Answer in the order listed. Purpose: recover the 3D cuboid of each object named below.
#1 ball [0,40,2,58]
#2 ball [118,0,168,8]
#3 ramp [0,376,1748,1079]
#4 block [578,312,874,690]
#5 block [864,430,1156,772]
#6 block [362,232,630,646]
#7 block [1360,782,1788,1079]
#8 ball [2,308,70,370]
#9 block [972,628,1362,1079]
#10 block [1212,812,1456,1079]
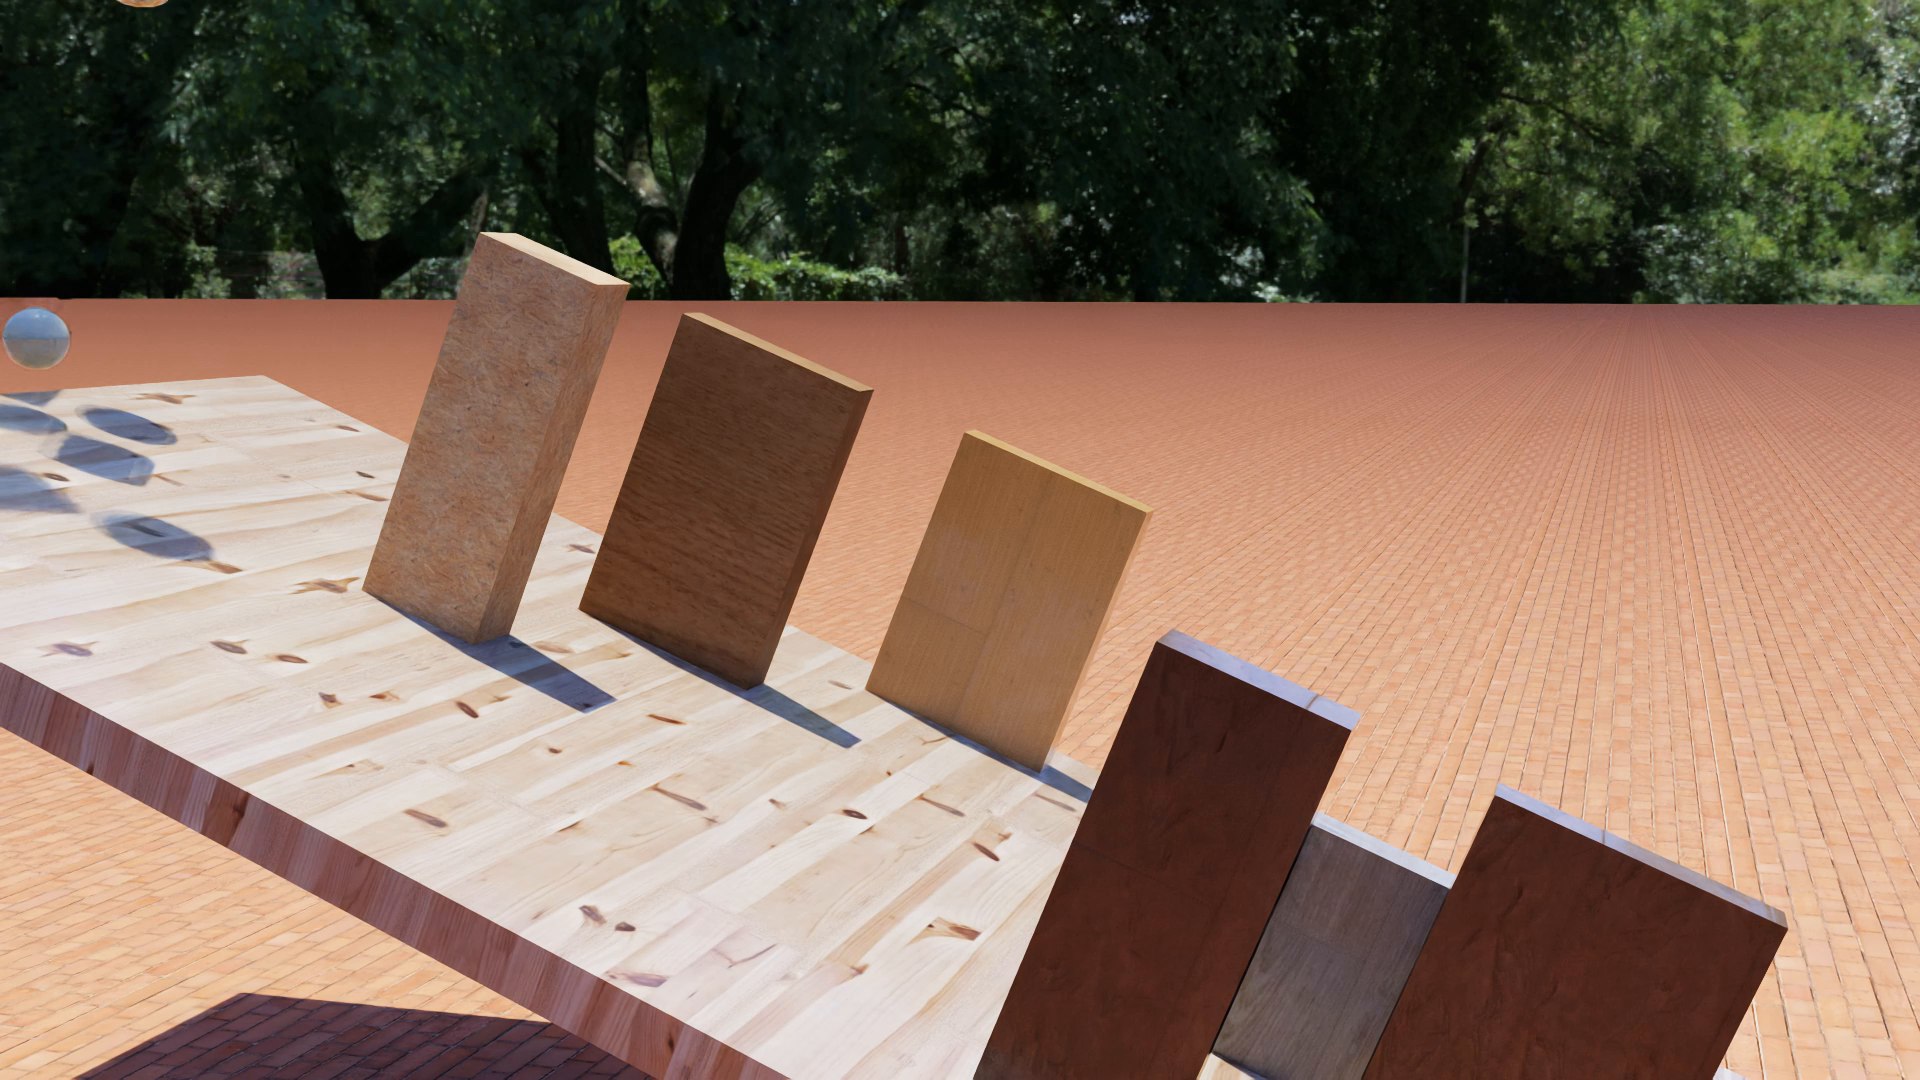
[{"bbox_3d":[-1.935,-0.962,4.286,0.126,0.126,0.126,0,7,0],"label":"ball"},{"bbox_3d":[-1.775,-1.251,4.760,0.194,0.194,0.194,0,7,0],"label":"ball"},{"bbox_3d":[-0.308,0.547,4.196,4.000,0.100,2.000,24,13,13],"label":"ramp"},{"bbox_3d":[-0.504,-0.083,4.688,0.423,0.689,0.096,24,13,13],"label":"block"},{"bbox_3d":[0.106,0.135,4.900,0.444,0.635,0.084,24,13,13],"label":"block"},{"bbox_3d":[-0.918,-0.200,4.338,0.266,0.759,0.147,24,13,13],"label":"block"},{"bbox_3d":[0.860,0.780,3.275,0.441,0.715,0.085,24,13,13],"label":"block"},{"bbox_3d":[-1.937,-0.422,4.611,0.131,0.131,0.131,0,7,0],"label":"ball"},{"bbox_3d":[0.294,0.543,3.233,0.300,0.761,0.119,24,13,13],"label":"block"},{"bbox_3d":[0.691,0.749,3.743,0.442,0.445,0.090,24,13,13],"label":"block"}]
